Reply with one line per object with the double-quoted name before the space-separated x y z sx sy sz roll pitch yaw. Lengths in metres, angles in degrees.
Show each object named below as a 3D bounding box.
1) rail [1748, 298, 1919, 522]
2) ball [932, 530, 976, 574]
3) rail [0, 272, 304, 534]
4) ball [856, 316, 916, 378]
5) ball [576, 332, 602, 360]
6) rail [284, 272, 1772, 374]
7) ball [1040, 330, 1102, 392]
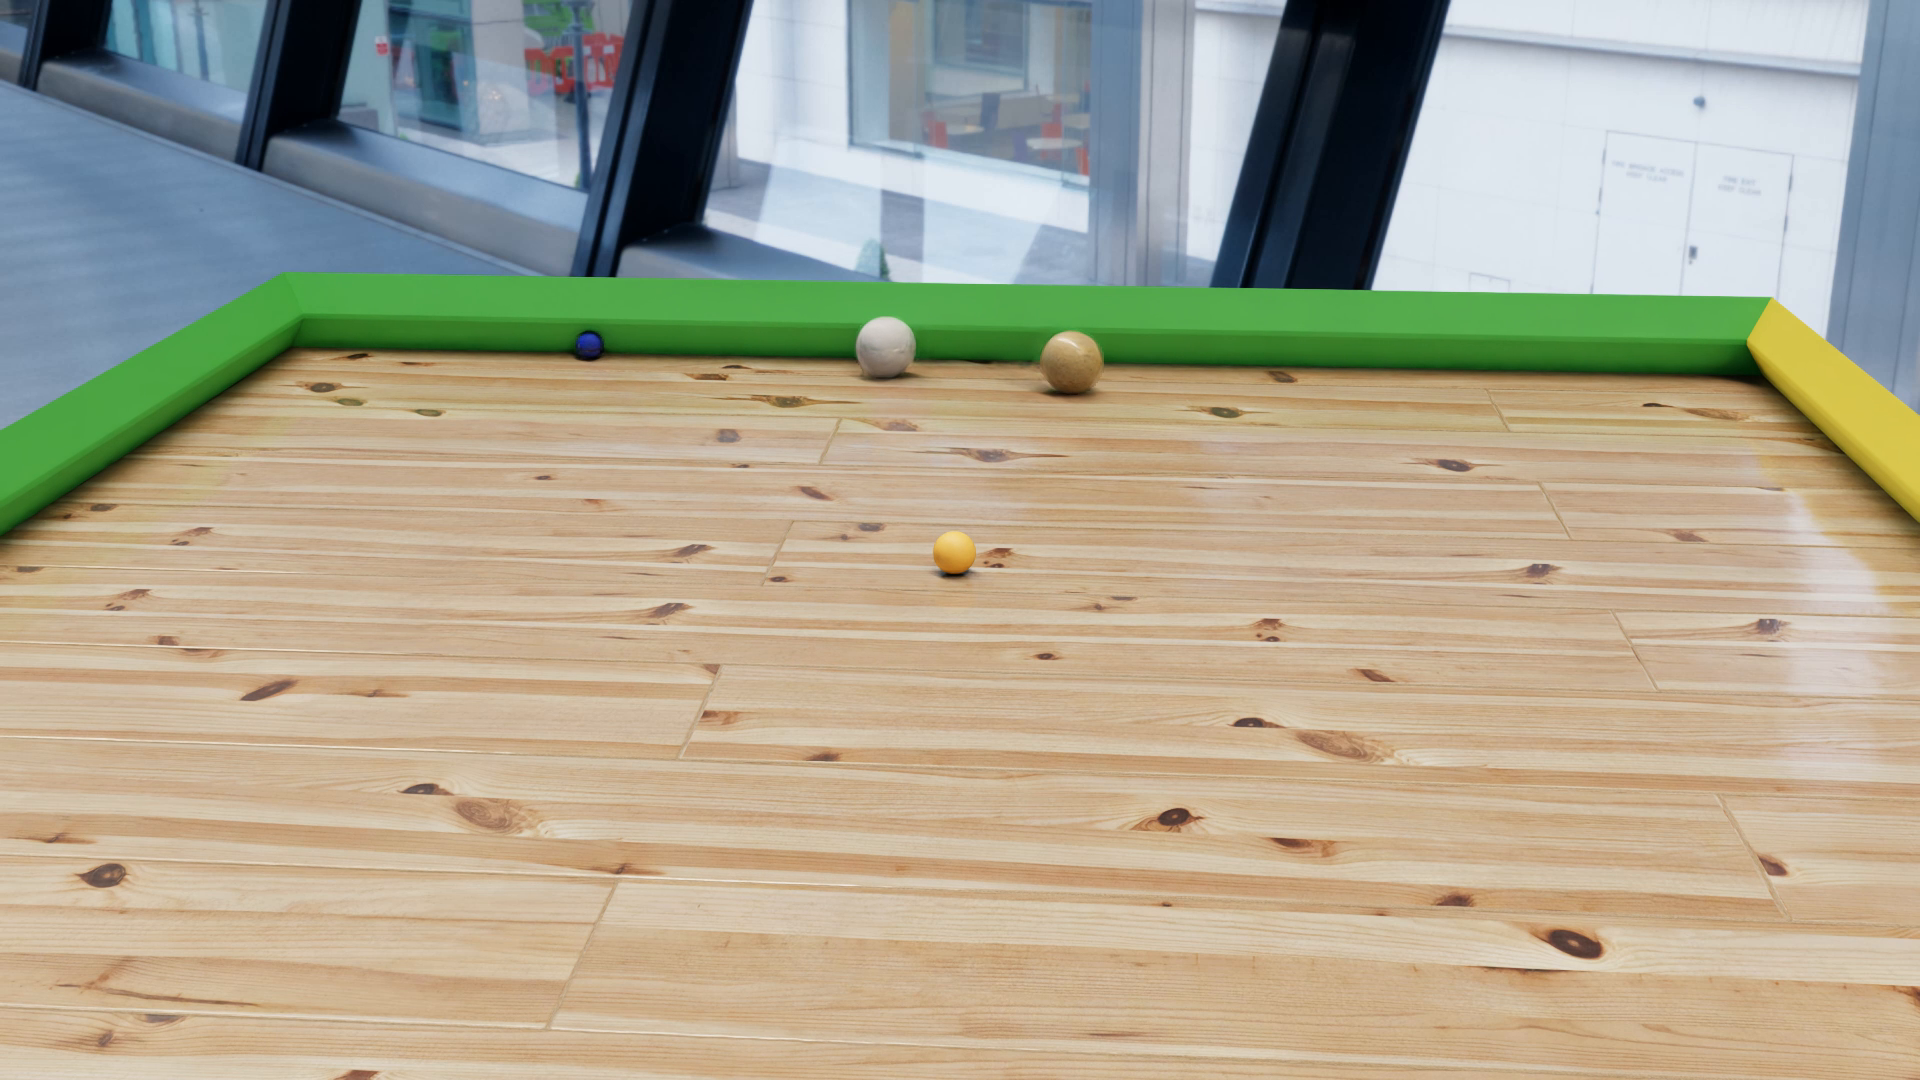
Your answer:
"rail" 1.123 0.331 1.619 0.045 0.128 4.123 1 19 4
"ball" -0.007 0.015 2.667 0.052 0.052 0.052 0 19 0
"rail" -1.286 0.270 1.800 0.045 0.128 4.123 1 19 4
"ball" -0.120 -0.313 3.560 0.098 0.098 0.098 0 19 0
"ball" -0.621 -0.325 3.678 0.044 0.044 0.044 0 19 0
"rail" 0.080 -0.354 3.633 2.465 0.128 0.045 1 19 4
"ball" 0.175 -0.281 3.468 0.098 0.098 0.098 0 19 0
